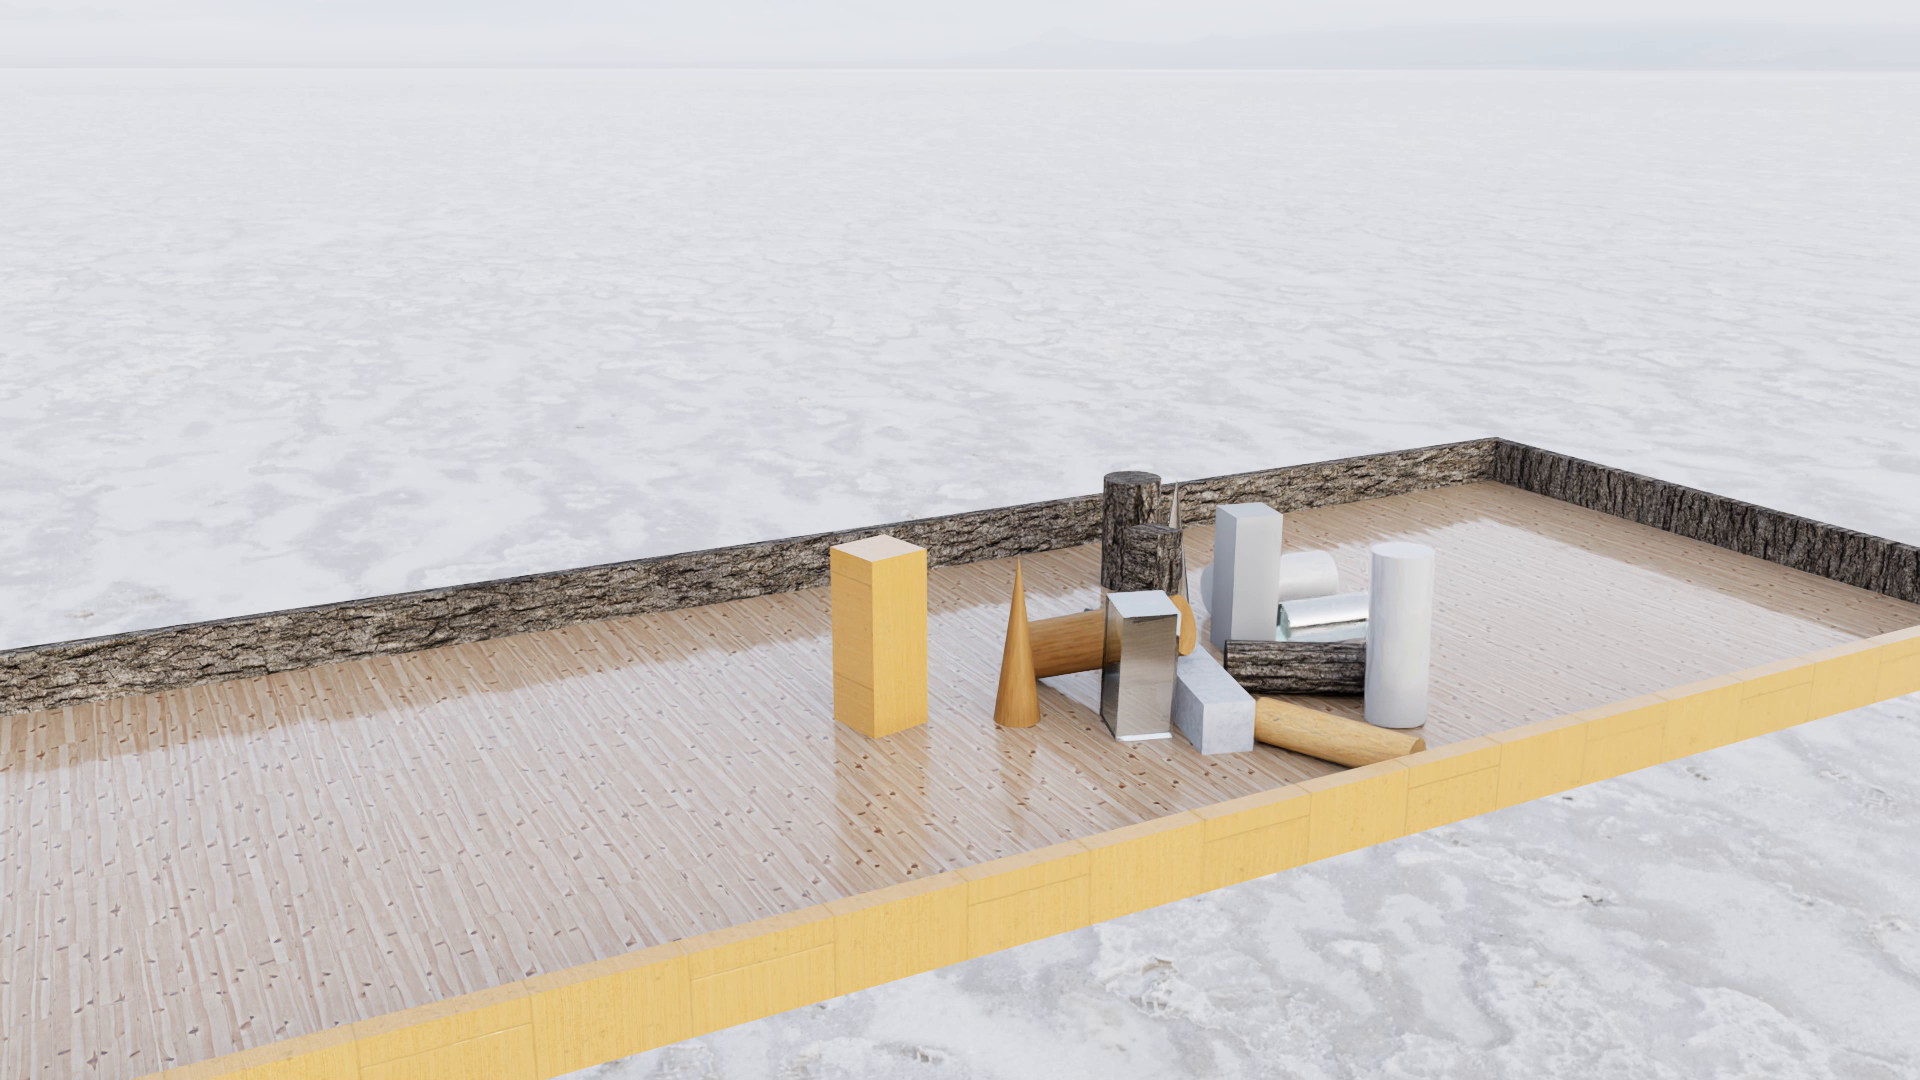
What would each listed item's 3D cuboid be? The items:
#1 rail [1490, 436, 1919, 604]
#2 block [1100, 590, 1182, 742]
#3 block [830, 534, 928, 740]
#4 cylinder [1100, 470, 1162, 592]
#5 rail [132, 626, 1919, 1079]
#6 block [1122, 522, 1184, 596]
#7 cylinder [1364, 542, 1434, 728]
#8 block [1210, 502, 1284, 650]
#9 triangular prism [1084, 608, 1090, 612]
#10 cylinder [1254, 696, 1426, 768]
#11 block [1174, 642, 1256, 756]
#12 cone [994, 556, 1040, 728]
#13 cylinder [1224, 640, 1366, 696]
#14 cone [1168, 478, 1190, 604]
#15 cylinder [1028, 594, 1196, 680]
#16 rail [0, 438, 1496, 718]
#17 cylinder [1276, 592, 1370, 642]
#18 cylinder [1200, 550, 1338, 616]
[{"bbox_3d":[2.466,-0.048,5.253,0.050,0.150,2.100,-9,18,-27],"label":"rail"},{"bbox_3d":[0.413,0.289,3.797,0.135,0.312,0.135,-3,22,-11],"label":"block"},{"bbox_3d":[-0.187,0.222,3.842,0.158,0.426,0.158,-13,21,-38],"label":"block"},{"bbox_3d":[0.504,-0.026,4.865,0.169,0.326,0.169,0,16,0],"label":"cylinder"},{"bbox_3d":[-2.336,1.006,1.665,12.000,0.150,0.050,-9,18,-27],"label":"rail"},{"bbox_3d":[0.508,0.119,4.397,0.105,0.305,0.105,-10,19,-43],"label":"block"},{"bbox_3d":[1.027,0.222,3.860,0.143,0.411,0.143,-1,15,0],"label":"cylinder"},{"bbox_3d":[0.752,0.102,4.339,0.129,0.376,0.129,-4,17,-15],"label":"block"},{"bbox_3d":[0.447,0.255,4.332,0.096,0.083,0.320,-14,22,-41],"label":"triangular prism"},{"bbox_3d":[0.836,0.443,3.667,0.378,0.102,0.102,13,21,38],"label":"cylinder"},{"bbox_3d":[0.560,0.361,3.910,0.121,0.121,0.441,-3,17,-11],"label":"block"},{"bbox_3d":[0.136,0.230,3.857,0.113,0.404,0.113,0,16,0],"label":"cone"},{"bbox_3d":[0.878,0.316,4.051,0.448,0.129,0.129,1,16,5],"label":"cylinder"},{"bbox_3d":[0.591,0.024,4.548,0.107,0.409,0.107,0,16,0],"label":"cone"},{"bbox_3d":[0.342,0.241,4.026,0.450,0.145,0.145,-12,7,34],"label":"cylinder"},{"bbox_3d":[-3.305,0.497,3.399,12.000,0.150,0.050,-9,18,-27],"label":"rail"},{"bbox_3d":[1.023,0.209,4.431,0.374,0.120,0.120,-5,17,-18],"label":"cylinder"},{"bbox_3d":[0.874,0.124,4.662,0.357,0.153,0.153,-6,17,-20],"label":"cylinder"}]
